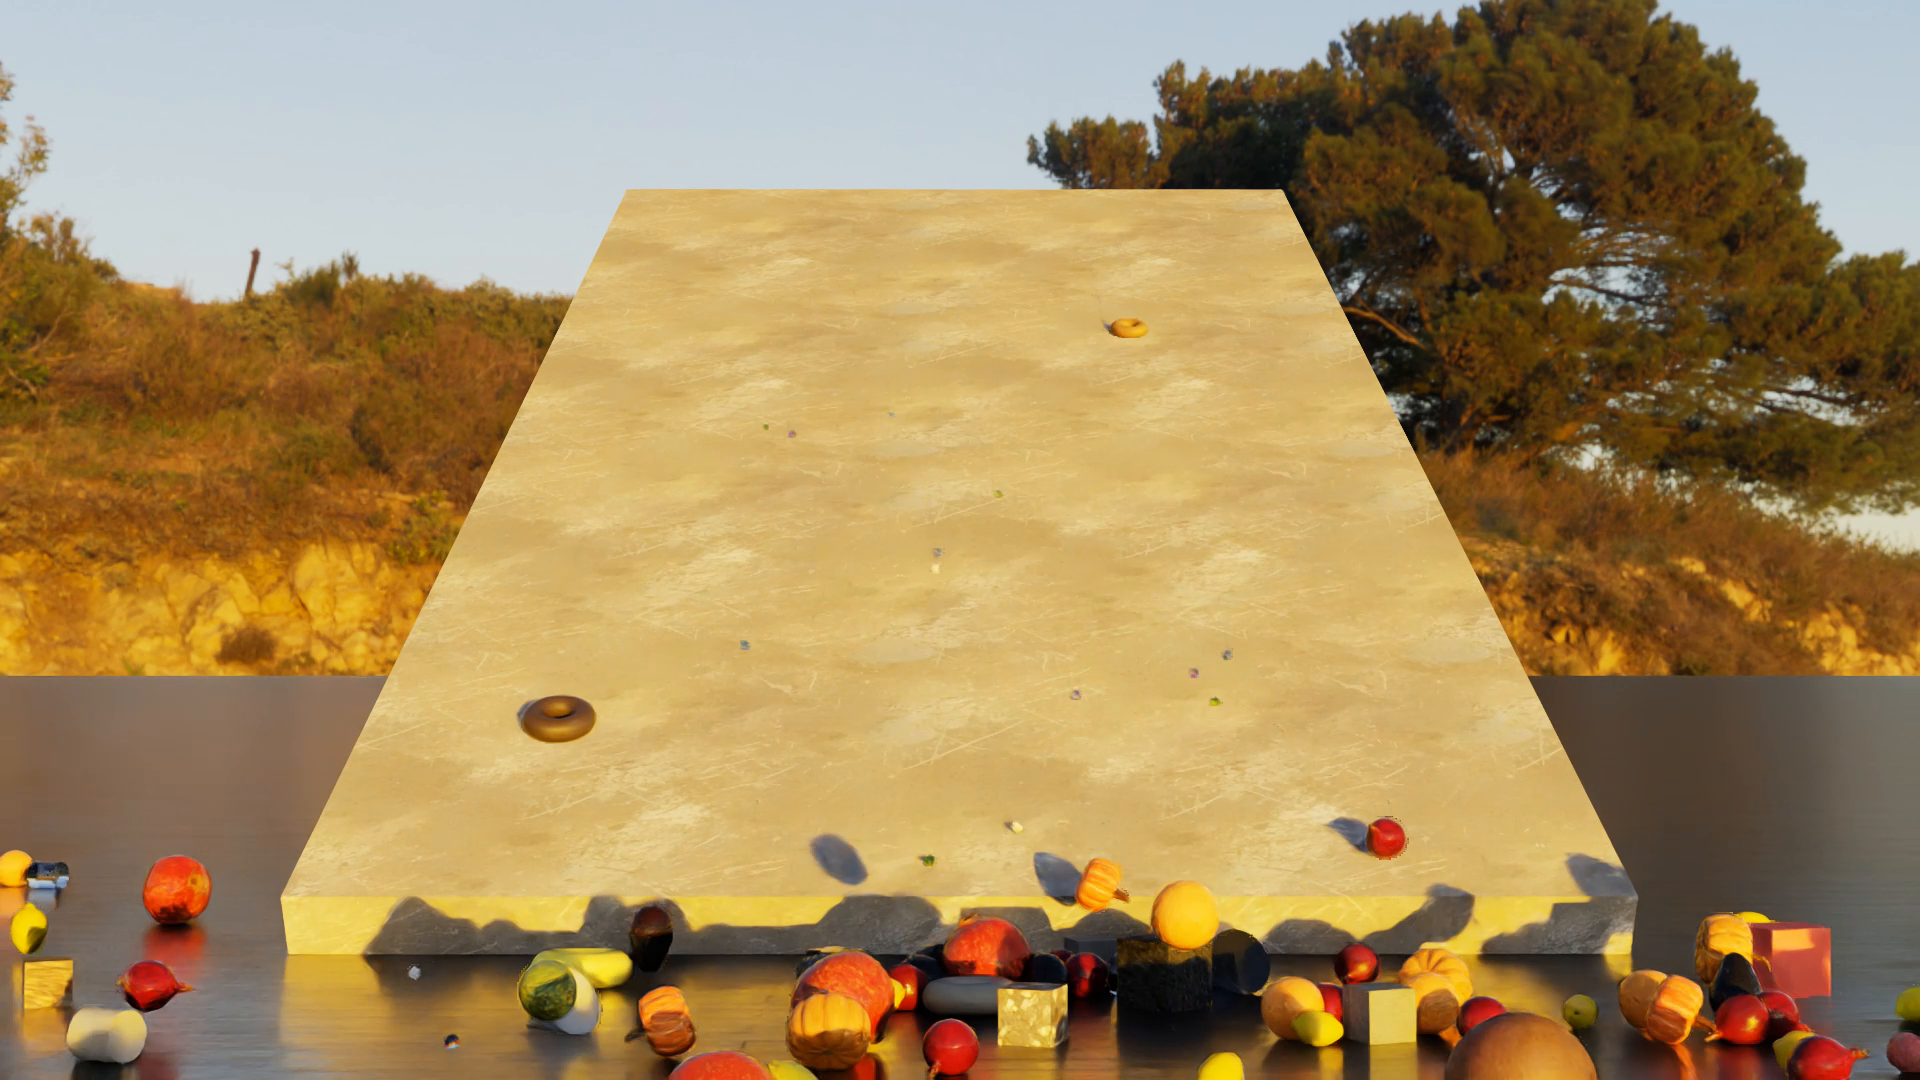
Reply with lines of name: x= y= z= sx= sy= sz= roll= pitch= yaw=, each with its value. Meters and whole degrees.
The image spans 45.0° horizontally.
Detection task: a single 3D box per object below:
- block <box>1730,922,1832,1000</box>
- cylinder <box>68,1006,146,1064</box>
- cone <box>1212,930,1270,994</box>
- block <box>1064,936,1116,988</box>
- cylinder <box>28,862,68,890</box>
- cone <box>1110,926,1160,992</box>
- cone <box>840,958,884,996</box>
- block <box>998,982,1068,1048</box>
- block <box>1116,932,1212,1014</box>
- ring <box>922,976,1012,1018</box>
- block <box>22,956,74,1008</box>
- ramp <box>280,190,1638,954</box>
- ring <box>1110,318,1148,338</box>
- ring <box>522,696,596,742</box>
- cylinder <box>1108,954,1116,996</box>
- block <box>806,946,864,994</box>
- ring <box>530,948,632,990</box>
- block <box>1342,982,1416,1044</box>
block: x=1.076 y=0.550 z=3.042 sx=0.088 sy=0.088 sz=0.088 roll=1 pitch=-3 yaw=-17
cylinder: x=-0.924 y=0.536 z=2.511 sx=0.057 sy=0.057 sz=0.057 roll=-1 pitch=-3 yaw=25
cone: x=0.351 y=0.577 z=3.086 sx=0.090 sy=0.090 sz=0.090 roll=1 pitch=-30 yaw=-23
block: x=0.179 y=0.568 z=3.124 sx=0.062 sy=0.062 sz=0.062 roll=1 pitch=-3 yaw=-16
cylinder: x=-1.760 y=0.647 z=4.475 sx=0.054 sy=0.054 sz=0.054 roll=-1 pitch=-3 yaw=12
cone: x=0.237 y=0.574 z=3.059 sx=0.094 sy=0.094 sz=0.094 roll=-27 pitch=3 yaw=-13
cone: x=-0.120 y=0.582 z=3.027 sx=0.052 sy=0.052 sz=0.052 roll=29 pitch=-13 yaw=-18
block: x=0.083 y=0.540 z=2.644 sx=0.063 sy=0.063 sz=0.063 roll=-1 pitch=-3 yaw=20
block: x=0.258 y=0.545 z=2.925 sx=0.085 sy=0.085 sz=0.085 roll=3 pitch=-4 yaw=-45
ring: x=0.014 y=0.565 z=2.871 sx=0.122 sy=0.041 sz=0.122 roll=-1 pitch=-4 yaw=0
block: x=-1.158 y=0.560 z=2.943 sx=0.057 sy=0.057 sz=0.057 roll=1 pitch=-4 yaw=-25
ramp: x=-0.008 y=-0.227 z=5.270 sx=2.000 sy=0.100 sz=4.000 roll=0 pitch=24 yaw=0
ring: x=0.422 y=-0.530 z=5.804 sx=0.093 sy=0.031 sz=0.093 roll=0 pitch=25 yaw=0
ring: x=-0.670 y=0.299 z=3.883 sx=0.122 sy=0.041 sz=0.122 roll=1 pitch=25 yaw=-1
cylinder: x=0.230 y=0.564 z=3.007 sx=0.057 sy=0.057 sz=0.057 roll=-2 pitch=-4 yaw=26
block: x=-0.166 y=0.569 z=3.069 sx=0.053 sy=0.053 sz=0.053 roll=-3 pitch=-4 yaw=41
ring: x=-0.509 y=0.576 z=3.120 sx=0.137 sy=0.046 sz=0.137 roll=1 pitch=-4 yaw=0
block: x=0.481 y=0.543 z=2.663 sx=0.060 sy=0.060 sz=0.060 roll=1 pitch=-3 yaw=-21
